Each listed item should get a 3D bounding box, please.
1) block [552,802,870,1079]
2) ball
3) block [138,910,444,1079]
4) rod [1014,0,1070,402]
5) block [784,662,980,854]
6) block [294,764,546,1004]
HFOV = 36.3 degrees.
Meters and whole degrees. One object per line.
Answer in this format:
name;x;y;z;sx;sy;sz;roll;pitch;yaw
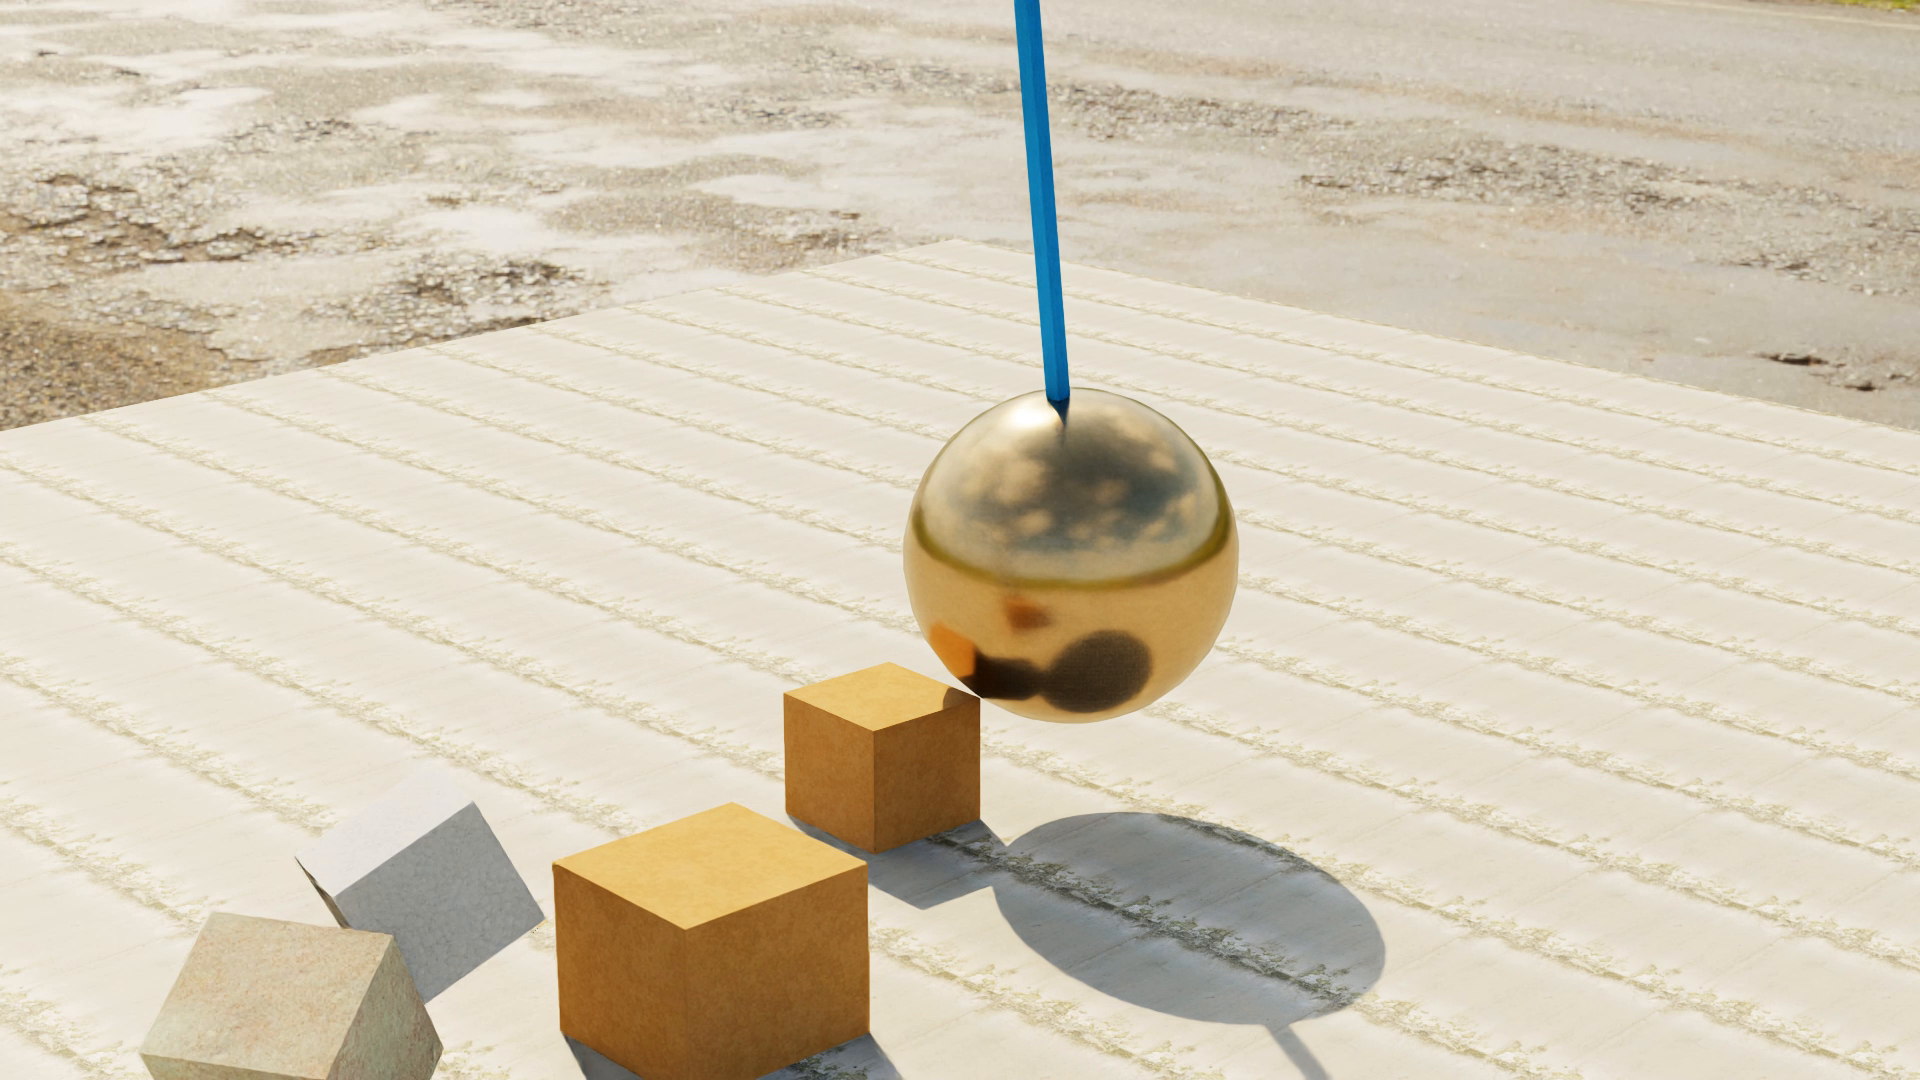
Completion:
block;-1.000;1.648;11.851;0.920;0.750;0.869;-15;23;-40
ball;0.527;0.074;13.917;1.600;1.600;1.600;0;17;0
block;-2.445;1.880;10.799;0.738;0.720;0.635;5;47;16
rod;0.228;-3.055;12.621;0.080;5.200;0.080;17;31;42
block;-0.373;1.033;14.028;0.659;0.618;0.675;-15;23;-39
block;-2.091;1.342;11.345;0.633;0.586;0.541;-35;25;-17
